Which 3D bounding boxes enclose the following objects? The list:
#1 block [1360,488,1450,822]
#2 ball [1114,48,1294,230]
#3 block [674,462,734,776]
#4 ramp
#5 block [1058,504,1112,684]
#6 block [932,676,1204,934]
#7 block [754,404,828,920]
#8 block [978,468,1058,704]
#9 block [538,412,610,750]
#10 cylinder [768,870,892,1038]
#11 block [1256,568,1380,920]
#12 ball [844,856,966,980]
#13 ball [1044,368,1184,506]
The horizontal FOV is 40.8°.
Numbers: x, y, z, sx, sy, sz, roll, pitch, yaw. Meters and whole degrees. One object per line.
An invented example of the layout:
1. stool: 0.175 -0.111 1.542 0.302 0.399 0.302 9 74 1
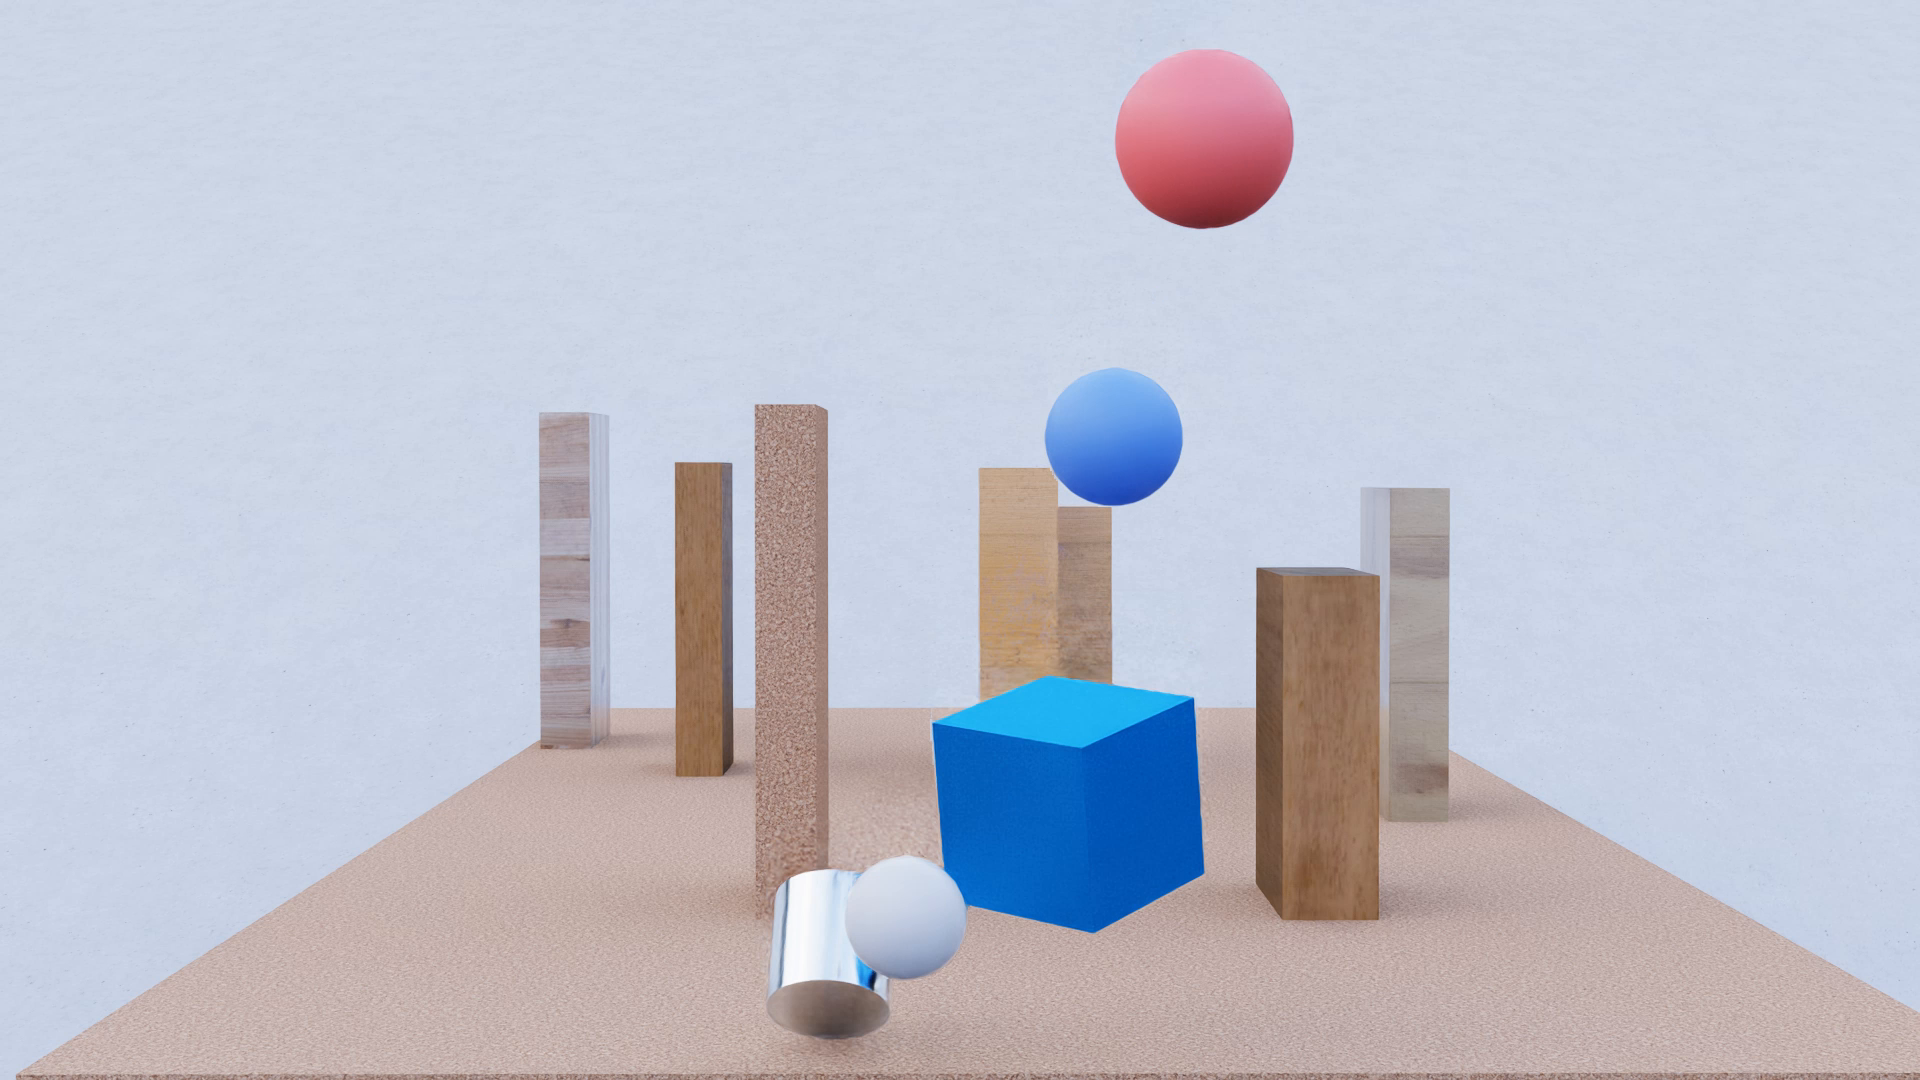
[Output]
1. block: 0.785 0.193 4.567 0.102 0.571 0.319 0 1 0
2. ball: 0.197 -0.323 2.079 0.144 0.144 0.144 0 26 0
3. block: -0.514 0.153 5.194 0.092 0.619 0.247 0 1 0
4. ramp: 0.058 0.529 4.566 2.000 0.100 4.000 0 1 0
5. block: 0.240 0.191 5.449 0.136 0.529 0.398 0 1 0
6. block: 0.115 0.272 2.711 0.195 0.195 0.195 6 16 40
7. block: -0.233 0.159 3.609 0.082 0.689 0.330 0 1 0
8. block: 0.111 0.162 5.072 0.149 0.608 0.368 0 1 0
9. block: -0.855 0.084 5.739 0.109 0.729 0.323 0 1 0
10. cylinder: -0.135 0.436 2.712 0.129 0.129 0.129 0 53 0
11. block: 0.495 0.274 3.593 0.129 0.460 0.310 0 1 0
12. ball: -0.052 0.360 2.461 0.117 0.117 0.117 0 26 0
13. ball: 0.158 -0.106 2.644 0.141 0.141 0.141 0 26 0
